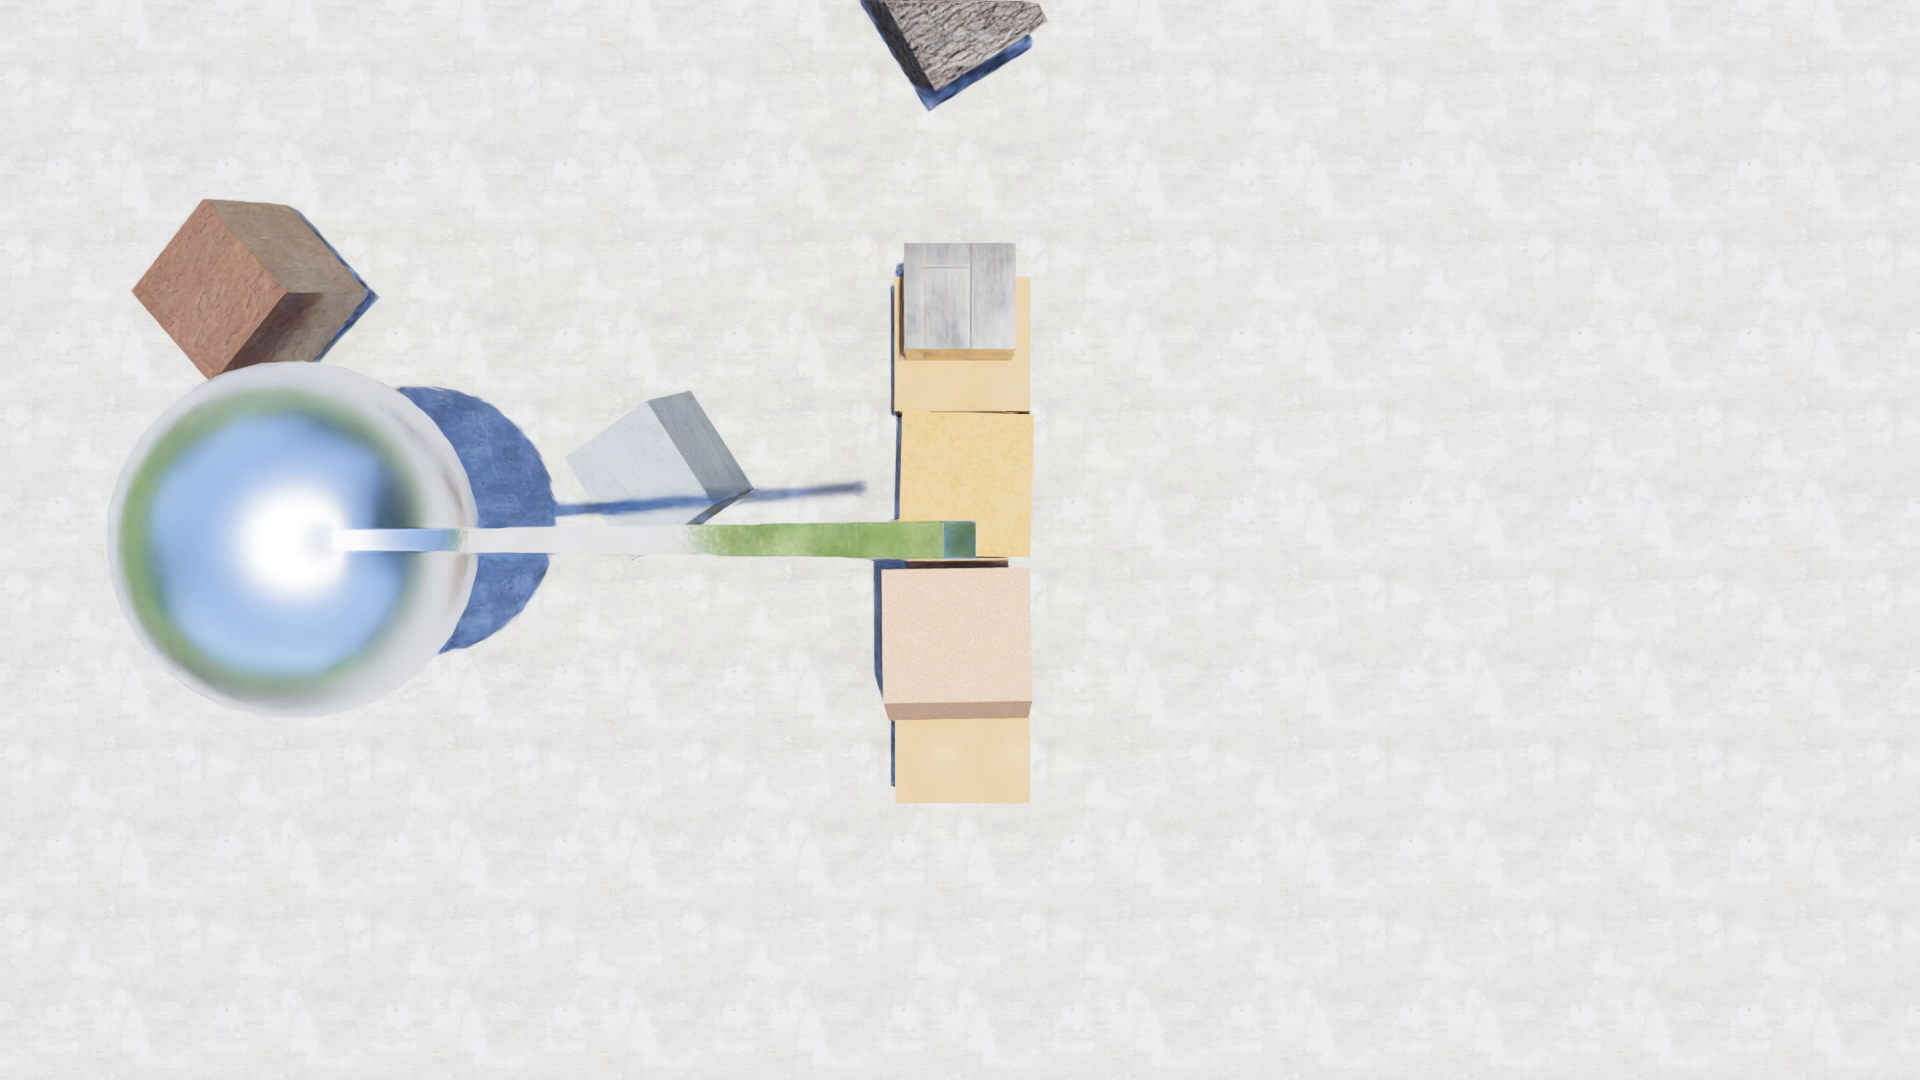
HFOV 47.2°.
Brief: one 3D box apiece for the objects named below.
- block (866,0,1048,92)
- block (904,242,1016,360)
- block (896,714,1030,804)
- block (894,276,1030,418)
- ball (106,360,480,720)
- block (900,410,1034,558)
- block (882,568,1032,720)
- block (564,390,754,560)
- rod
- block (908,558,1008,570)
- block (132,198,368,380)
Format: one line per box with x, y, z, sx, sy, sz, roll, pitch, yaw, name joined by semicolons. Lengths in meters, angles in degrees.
-0.077;-3.100;12.523;0.747;0.736;0.767;-32;107;-2;block
-0.003;-1.299;12.056;0.593;0.596;0.571;0;88;-1;block
0.015;1.102;12.660;0.755;0.680;0.748;0;90;0;block
0.014;-1.101;12.678;0.762;0.642;0.757;0;90;0;block
-2.960;0.000;9.821;1.600;1.600;1.600;0;90;0;ball
0.036;-0.310;12.608;0.733;0.784;0.795;2;90;0;block
-0.016;0.575;11.901;0.777;0.879;0.703;-1;80;0;block
-1.709;-0.378;12.575;0.594;0.720;0.686;-33;90;15;block
-1.283;0.000;6.864;0.080;5.200;0.080;0;90;-30;rod
-0.014;0.410;12.699;0.572;0.602;0.620;0;90;0;block
-4.018;-1.404;12.472;0.716;0.775;0.728;-45;81;17;block
